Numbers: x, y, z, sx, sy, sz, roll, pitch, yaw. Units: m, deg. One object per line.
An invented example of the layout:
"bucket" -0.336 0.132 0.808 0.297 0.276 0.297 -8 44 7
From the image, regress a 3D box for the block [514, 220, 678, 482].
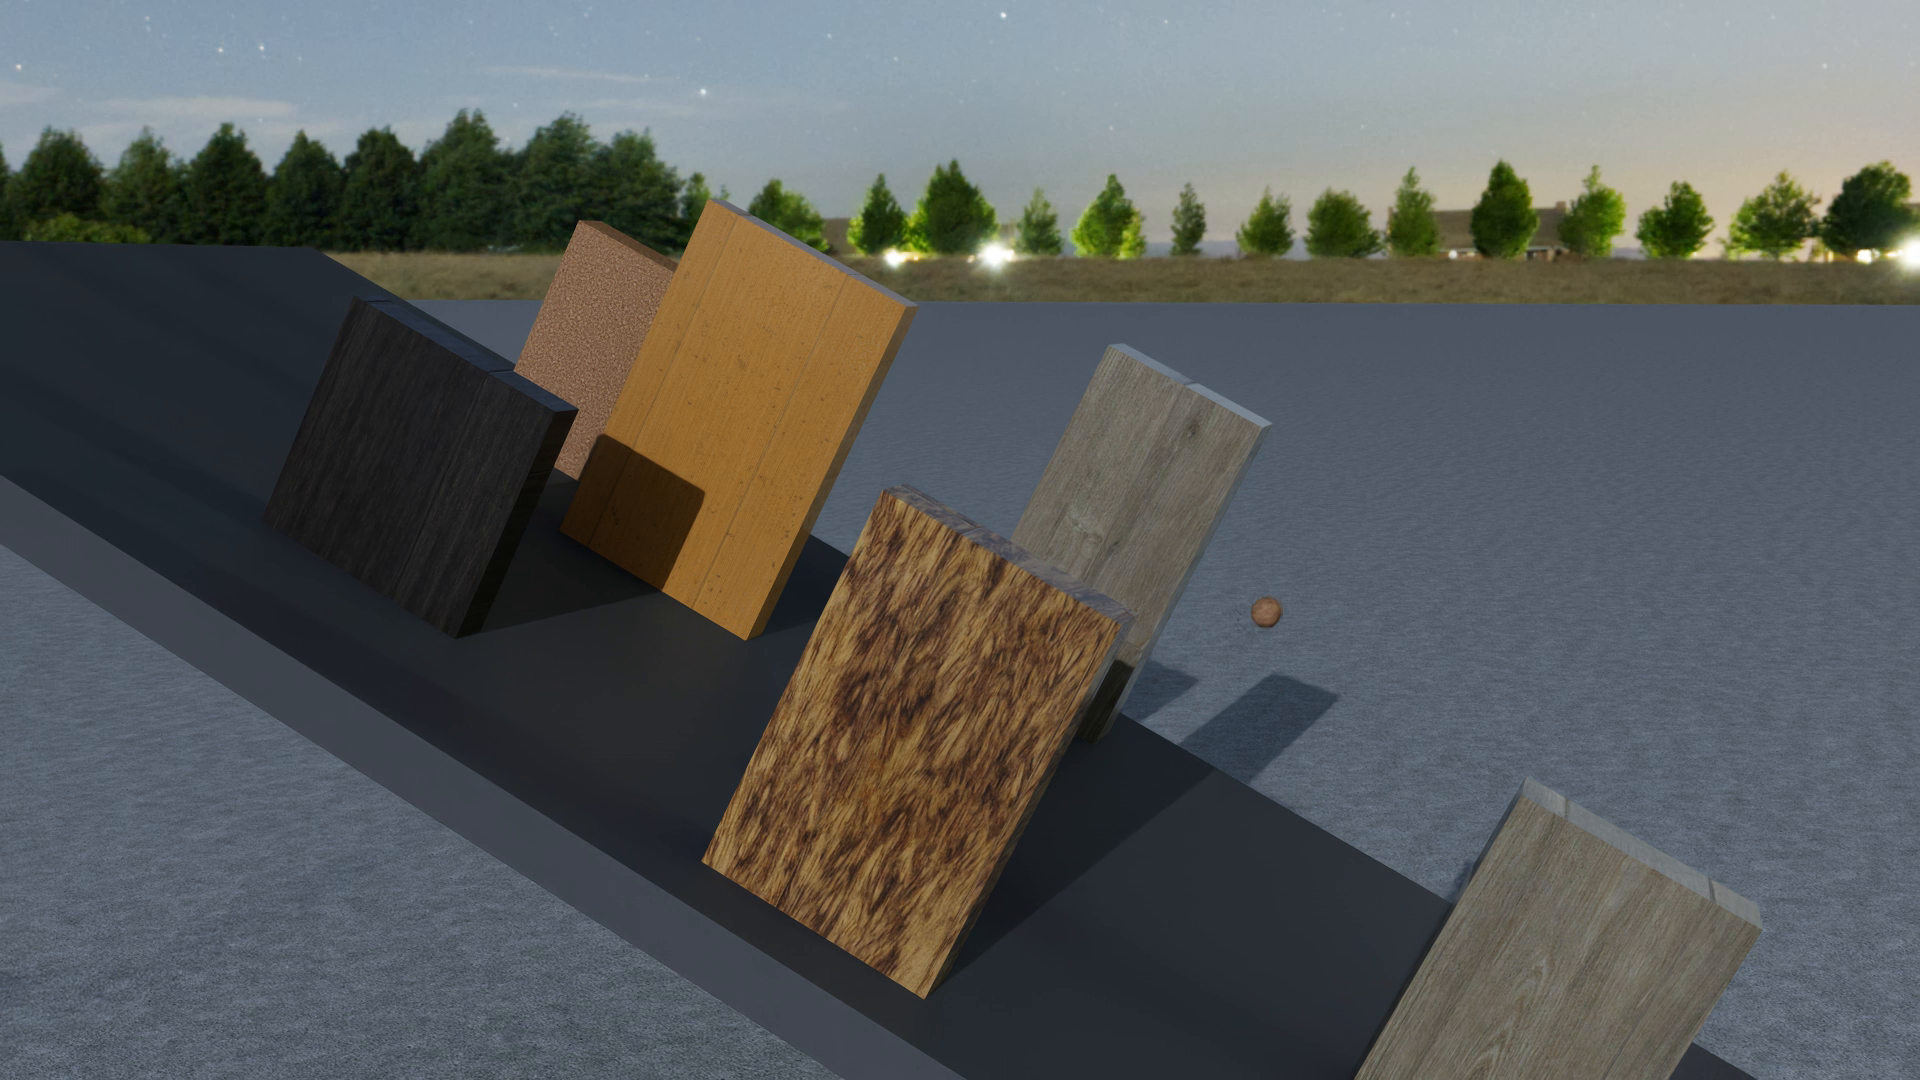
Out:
"block" -0.787 -0.402 4.761 0.276 0.504 0.105 30 14 12

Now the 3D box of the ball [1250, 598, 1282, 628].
"ball" 1.610 0.381 11.568 0.159 0.159 0.159 0 7 0

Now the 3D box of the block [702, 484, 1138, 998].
"block" -0.066 0.296 3.252 0.397 0.641 0.111 30 14 12

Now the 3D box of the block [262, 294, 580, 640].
"block" -0.909 -0.125 3.689 0.410 0.429 0.083 30 14 12

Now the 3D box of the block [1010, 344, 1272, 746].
"block" 0.319 0.008 4.721 0.366 0.773 0.138 30 14 12

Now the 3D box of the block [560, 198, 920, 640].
"block" -0.440 -0.234 4.304 0.449 0.733 0.081 30 14 12

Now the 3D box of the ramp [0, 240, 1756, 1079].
"ramp" -0.233 0.390 4.154 4.000 0.100 2.000 30 14 12

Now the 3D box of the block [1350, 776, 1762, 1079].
"block" 0.954 0.749 3.567 0.411 0.589 0.141 30 14 12
